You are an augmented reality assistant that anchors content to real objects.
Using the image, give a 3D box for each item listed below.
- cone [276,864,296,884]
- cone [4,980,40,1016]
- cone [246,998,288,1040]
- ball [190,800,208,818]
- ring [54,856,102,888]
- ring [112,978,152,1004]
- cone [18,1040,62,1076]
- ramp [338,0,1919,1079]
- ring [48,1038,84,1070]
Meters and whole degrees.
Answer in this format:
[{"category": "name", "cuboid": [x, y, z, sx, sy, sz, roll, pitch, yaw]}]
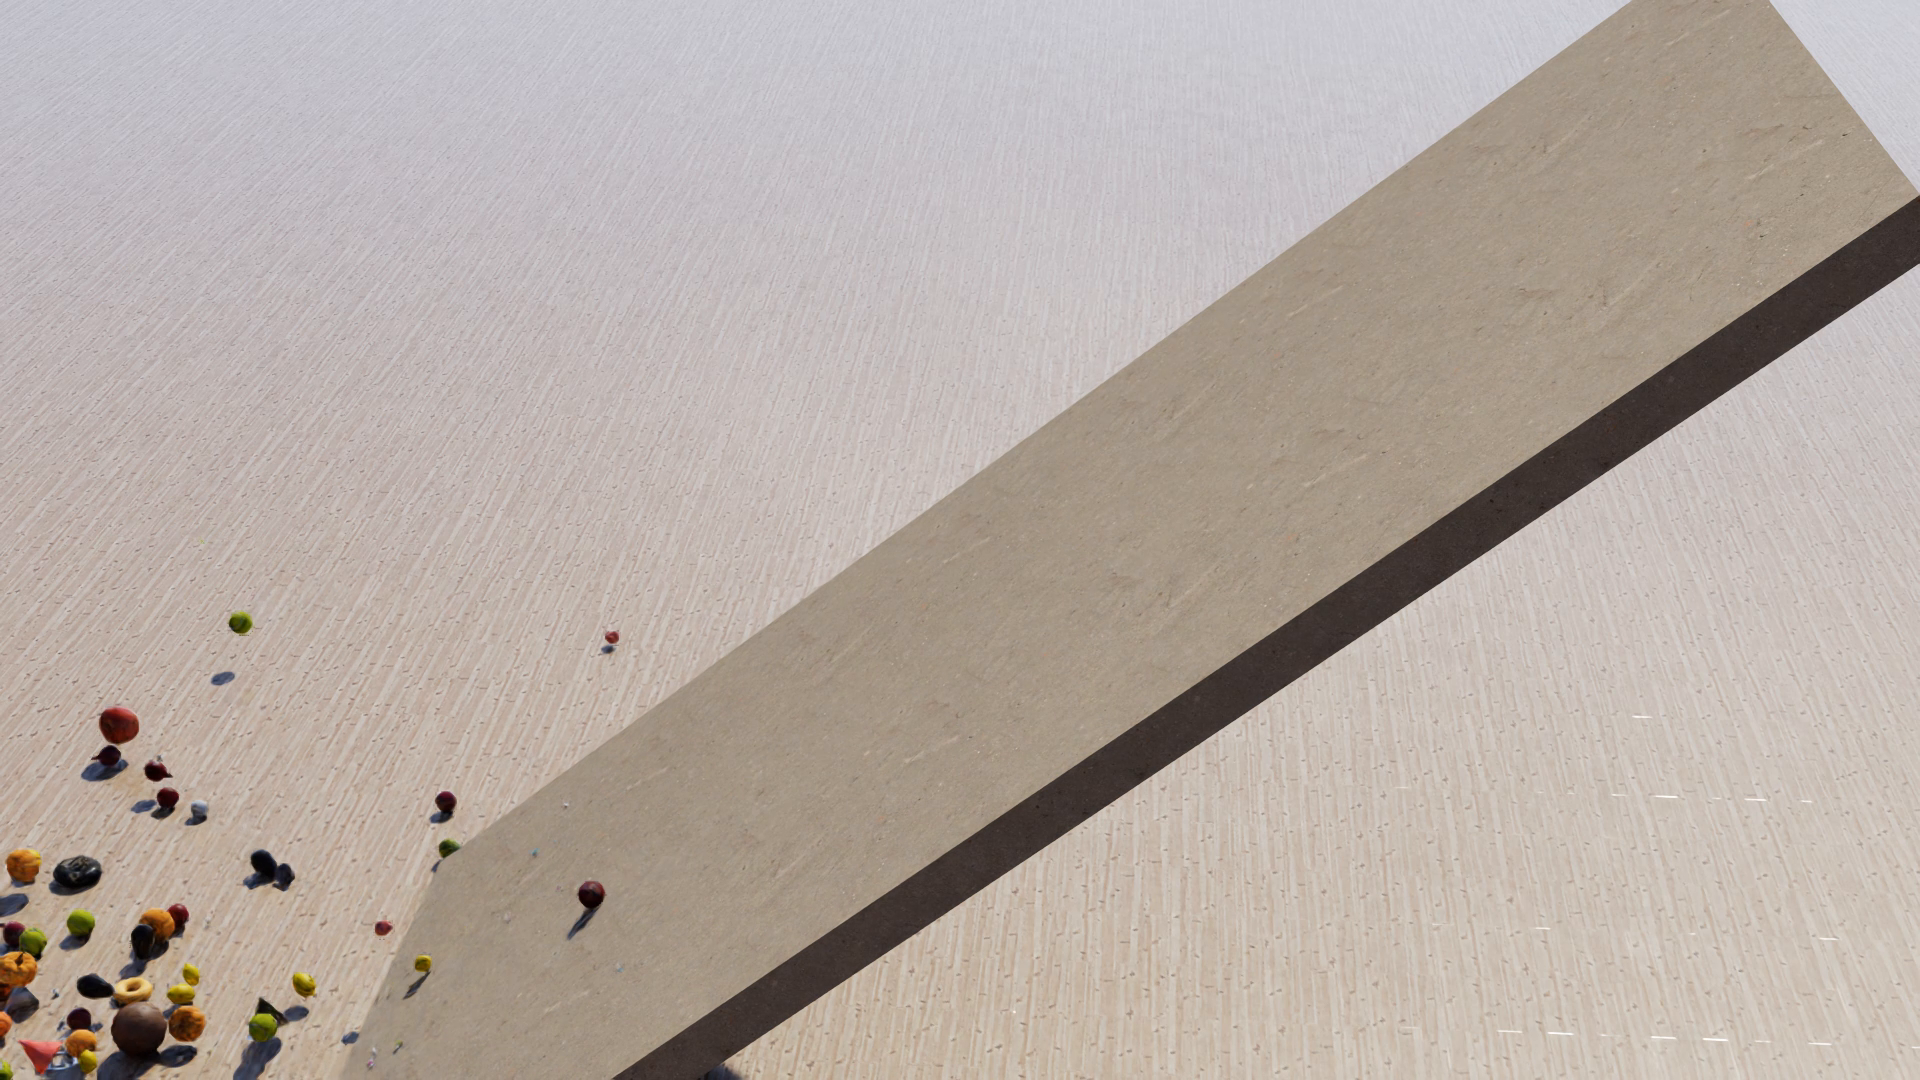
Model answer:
[{"category": "cone", "cuboid": [-1.802, 0.900, 7.907, 0.055, 0.055, 0.055, 14, -6, 29]}, {"category": "cone", "cuboid": [-2.352, 1.152, 7.315, 0.085, 0.085, 0.085, 18, 63, 35]}, {"category": "cone", "cuboid": [-1.706, 1.184, 7.168, 0.097, 0.097, 0.097, 20, 58, 38]}, {"category": "ball", "cuboid": [-2.126, 0.751, 8.223, 0.051, 0.051, 0.051, 0, 24, 0]}, {"category": "ring", "cuboid": [-2.372, 0.893, 7.908, 0.127, 0.042, 0.127, 1, 24, 0]}, {"category": "ring", "cuboid": [-2.074, 1.131, 7.374, 0.096, 0.032, 0.096, 0, 25, 0]}, {"category": "cone", "cuboid": [-2.181, 1.201, 6.934, 0.091, 0.091, 0.091, 31, 24, -6]}, {"category": "ramp", "cuboid": [0.122, 0.184, 6.337, 4.000, 0.100, 2.000, -36, 16, 18]}, {"category": "ring", "cuboid": [-2.174, 1.243, 7.112, 0.108, 0.036, 0.108, -1, 24, 0]}]
